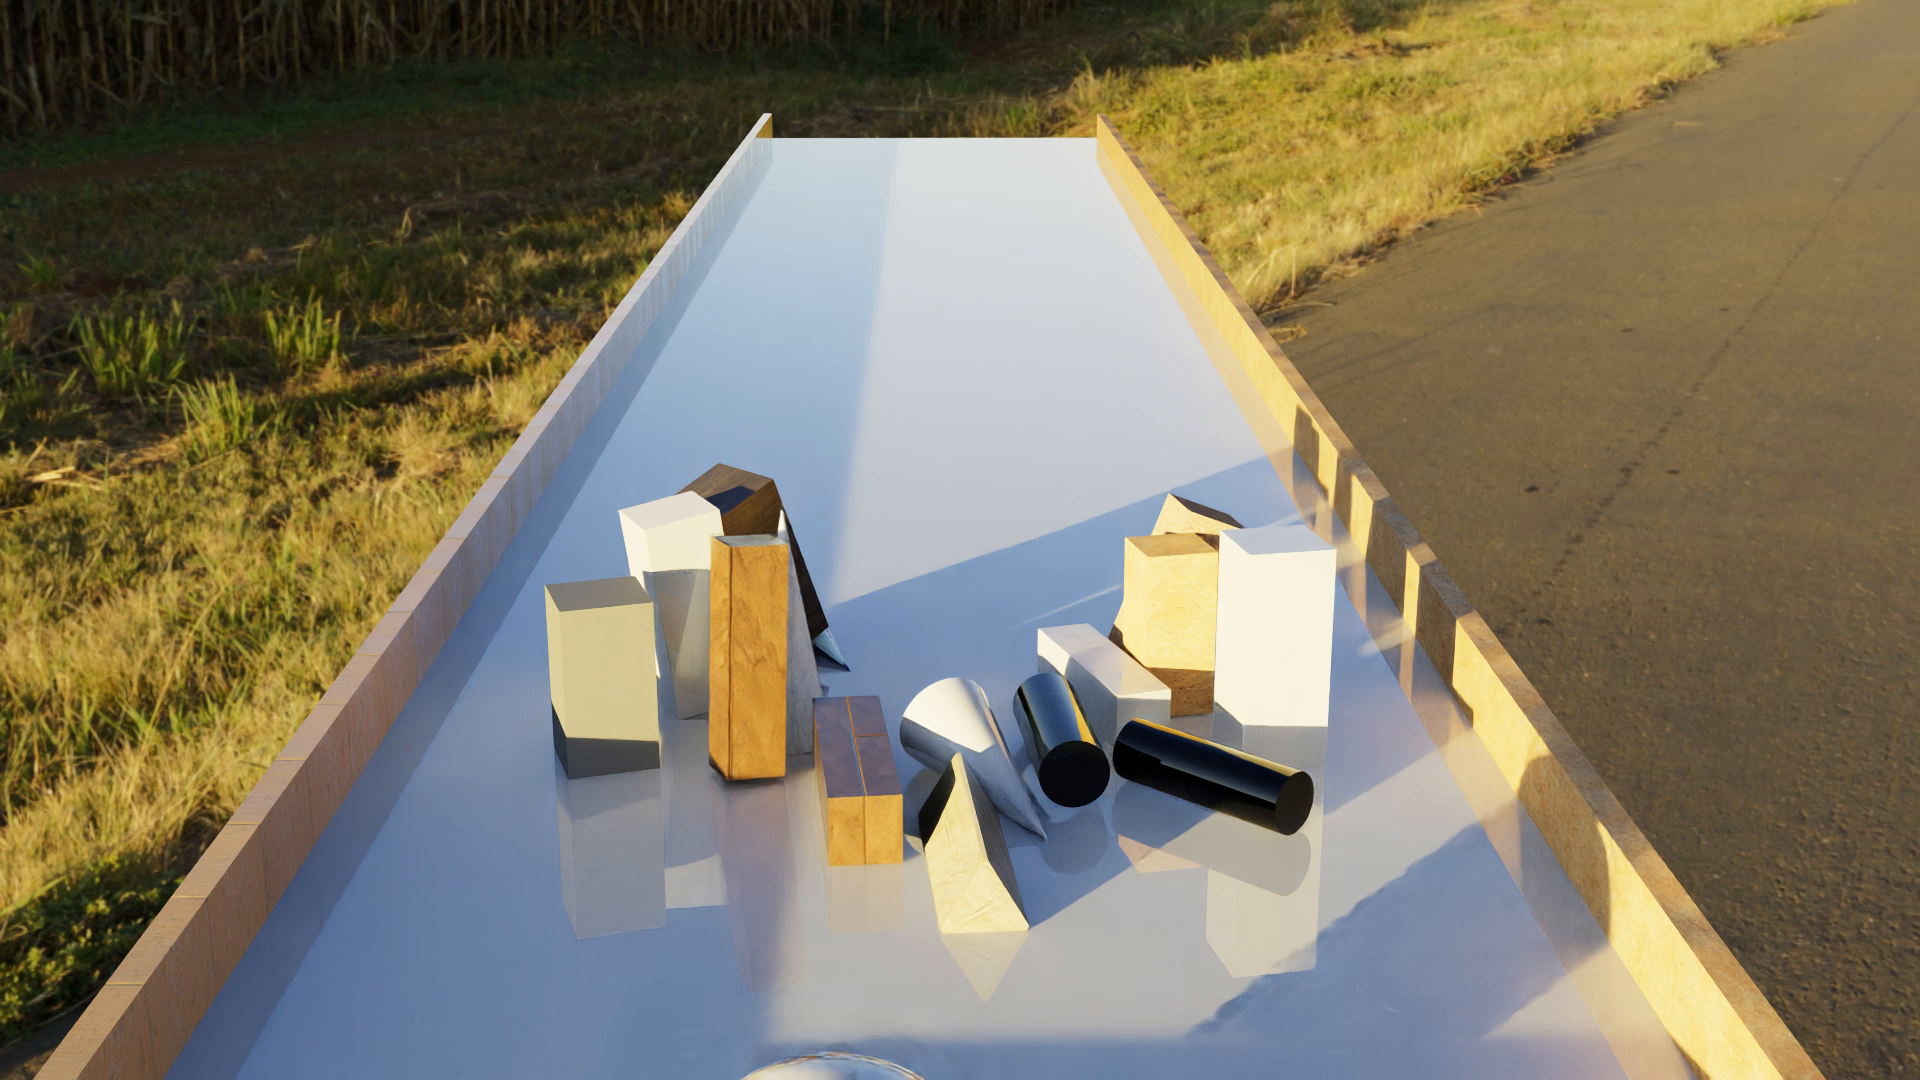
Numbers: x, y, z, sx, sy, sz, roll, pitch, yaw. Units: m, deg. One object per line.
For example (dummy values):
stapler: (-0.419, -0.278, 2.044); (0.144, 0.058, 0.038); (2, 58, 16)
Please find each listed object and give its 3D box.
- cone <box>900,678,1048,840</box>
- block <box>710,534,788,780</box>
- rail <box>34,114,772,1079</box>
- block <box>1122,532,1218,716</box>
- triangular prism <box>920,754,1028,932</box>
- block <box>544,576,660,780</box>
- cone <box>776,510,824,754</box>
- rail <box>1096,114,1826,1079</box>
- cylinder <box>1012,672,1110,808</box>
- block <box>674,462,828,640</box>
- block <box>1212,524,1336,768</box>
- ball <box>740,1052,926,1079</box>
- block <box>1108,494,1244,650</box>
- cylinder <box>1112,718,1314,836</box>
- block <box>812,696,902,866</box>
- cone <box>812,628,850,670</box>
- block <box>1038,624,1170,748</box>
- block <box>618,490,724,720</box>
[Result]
cone: (0.058, 0.403, 3.718); (0.174, 0.174, 0.377); (-9, 31, -27)
block: (-0.367, 0.201, 3.808); (0.105, 0.408, 0.105); (-3, 11, -23)
rail: (-1.118, -0.838, 7.780); (0.050, 0.150, 12.000); (0, 17, -1)
block: (0.393, 0.160, 4.137); (0.136, 0.314, 0.136); (-4, 17, -13)
triangular prism: (0.017, 0.466, 3.453); (0.130, 0.112, 0.424); (-1, 17, -5)
block: (-0.631, 0.240, 3.879); (0.161, 0.307, 0.161); (-6, 17, -18)
cone: (-0.317, 0.151, 3.950); (0.170, 0.436, 0.170); (1, 16, 0)
rail: (0.932, -0.844, 7.801); (0.050, 0.150, 12.000); (0, 17, -1)
cylinder: (0.174, 0.346, 3.850); (0.122, 0.122, 0.331); (-2, 17, -6)
block: (-0.428, 0.057, 4.343); (0.171, 0.358, 0.171); (17, 45, 44)
block: (0.553, 0.191, 3.886); (0.157, 0.399, 0.157); (-4, 17, -12)
ball: (-0.129, 0.693, 2.193); (0.357, 0.357, 0.357); (0, 17, 0)
block: (0.421, 0.098, 4.272); (0.133, 0.330, 0.133); (19, 11, -17)
cylinder: (0.423, 0.396, 3.705); (0.343, 0.109, 0.109); (15, 23, 42)
block: (-0.176, 0.396, 3.688); (0.117, 0.117, 0.447); (-2, 17, -7)
cone: (-0.290, 0.196, 4.474); (0.109, 0.109, 0.317); (-9, 29, -27)
block: (0.266, 0.271, 4.133); (0.105, 0.105, 0.393); (-6, 17, -18)
block: (-0.514, 0.121, 4.124); (0.146, 0.379, 0.146); (-16, 22, -22)
